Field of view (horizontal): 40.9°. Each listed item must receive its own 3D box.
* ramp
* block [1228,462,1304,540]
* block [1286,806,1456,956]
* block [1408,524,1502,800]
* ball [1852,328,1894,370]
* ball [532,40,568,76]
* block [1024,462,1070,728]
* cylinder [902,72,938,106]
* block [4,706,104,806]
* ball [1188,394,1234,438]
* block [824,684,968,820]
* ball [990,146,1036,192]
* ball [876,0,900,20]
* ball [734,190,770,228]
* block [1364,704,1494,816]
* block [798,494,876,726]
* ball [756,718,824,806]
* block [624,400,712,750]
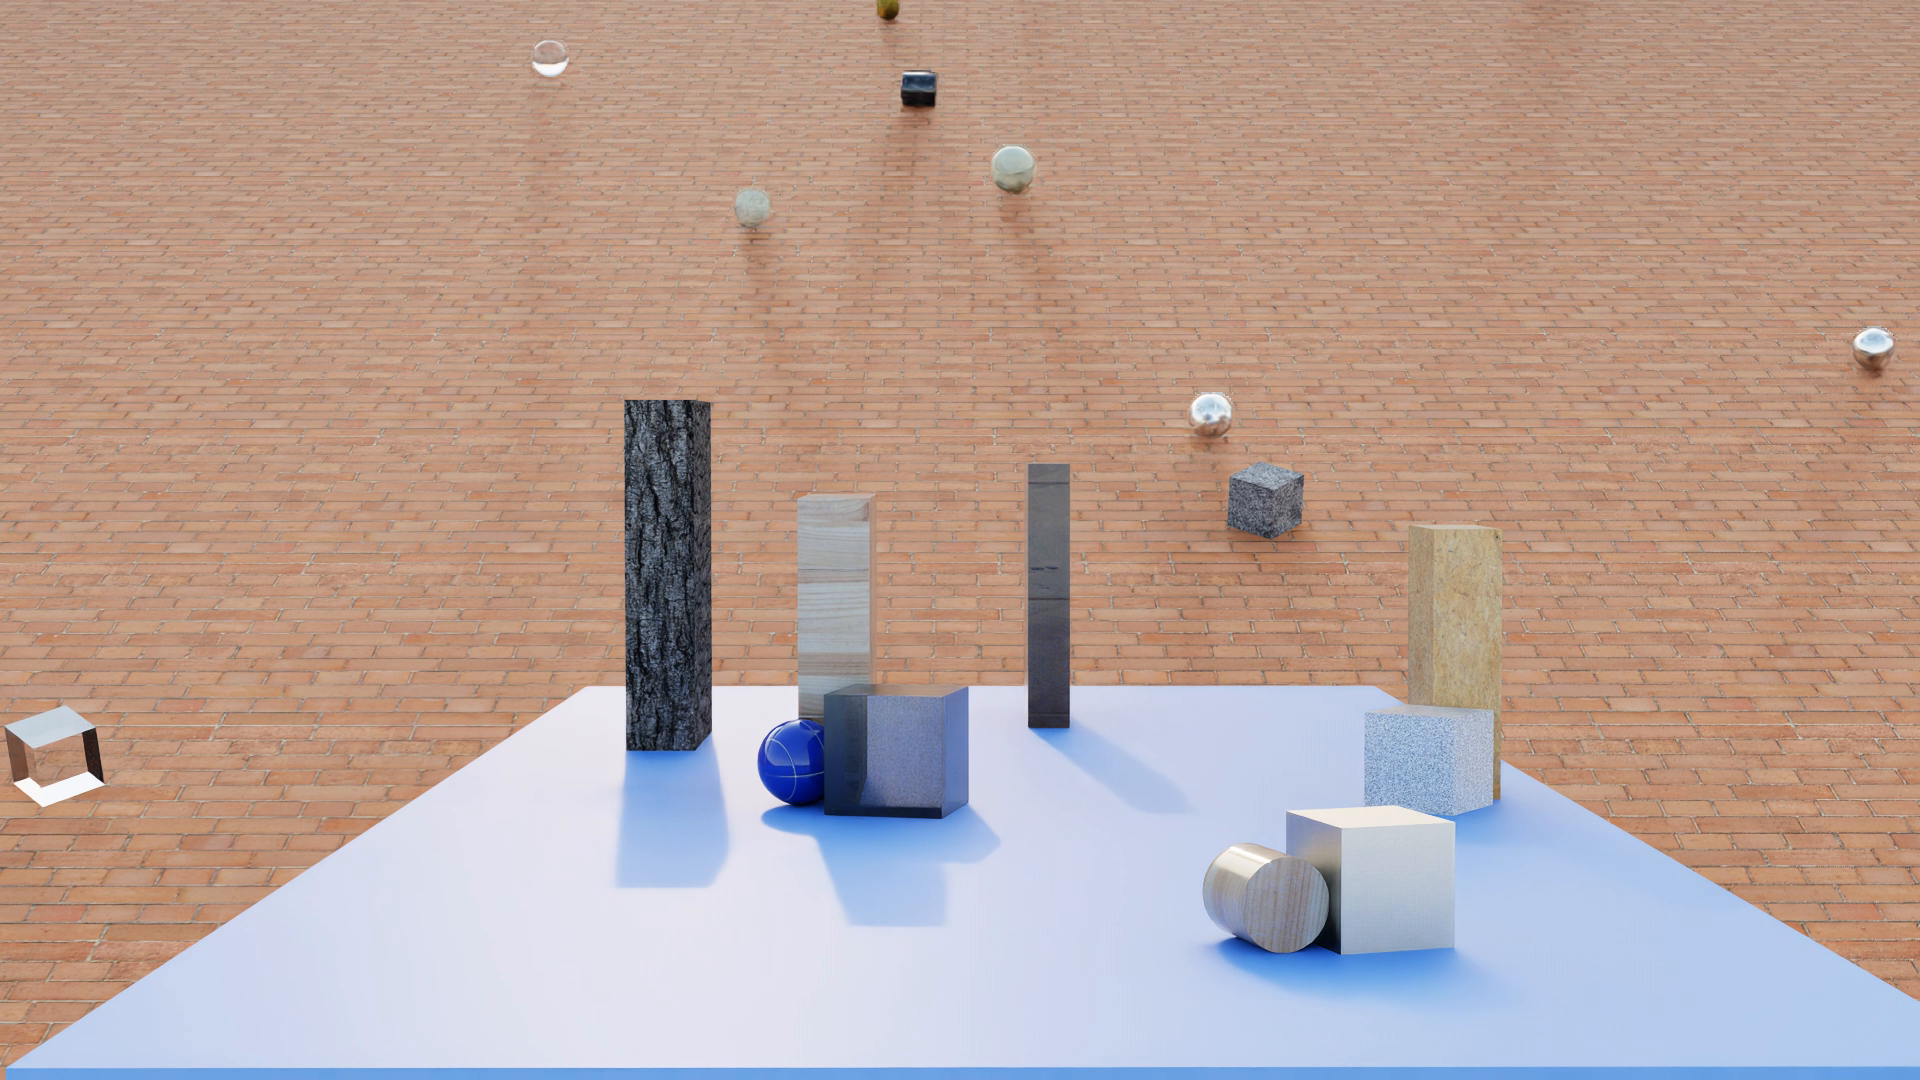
[{"bbox_3d":[0.055,0.496,4.544,2.000,0.100,4.000,0,2,0],"label":"ramp"},{"bbox_3d":[0.912,-0.119,7.682,0.159,0.159,0.159,19,30,37],"label":"block"},{"bbox_3d":[0.507,0.419,3.195,0.153,0.153,0.153,-1,2,-18],"label":"block"},{"bbox_3d":[0.876,0.211,4.572,0.118,0.468,0.248,0,2,0],"label":"block"},{"bbox_3d":[3.168,-0.662,8.933,0.140,0.140,0.140,0,24,0],"label":"ball"},{"bbox_3d":[-2.039,-2.396,12.805,0.177,0.177,0.177,0,24,0],"label":"ball"},{"bbox_3d":[0.192,0.115,5.747,0.090,0.572,0.356,0,2,0],"label":"block"},{"bbox_3d":[-0.193,-2.143,12.255,0.155,0.155,0.155,3,24,5],"label":"cylinder"},{"bbox_3d":[-2.192,0.522,6.236,0.158,0.158,0.158,-21,31,-39],"label":"block"},{"bbox_3d":[0.812,-0.401,8.336,0.146,0.146,0.146,0,24,0],"label":"ball"},{"bbox_3d":[-0.105,0.353,4.342,0.201,0.201,0.201,0,2,13],"label":"block"},{"bbox_3d":[0.225,-1.573,10.926,0.194,0.194,0.194,0,24,0],"label":"ball"},{"bbox_3d":[-0.392,-2.891,13.981,0.131,0.131,0.131,0,24,0],"label":"ball"},{"bbox_3d":[-0.846,-1.347,10.470,0.149,0.149,0.149,0,24,0],"label":"ball"},{"bbox_3d":[0.796,0.371,4.369,0.162,0.162,0.162,1,3,35],"label":"block"},{"bbox_3d":[-0.219,0.181,4.658,0.124,0.521,0.403,0,2,0],"label":"block"},{"bbox_3d":[-0.273,0.378,4.390,0.147,0.147,0.147,0,24,0],"label":"ball"},{"bbox_3d":[-0.601,0.065,5.334,0.139,0.704,0.361,0,2,0],"label":"block"}]
